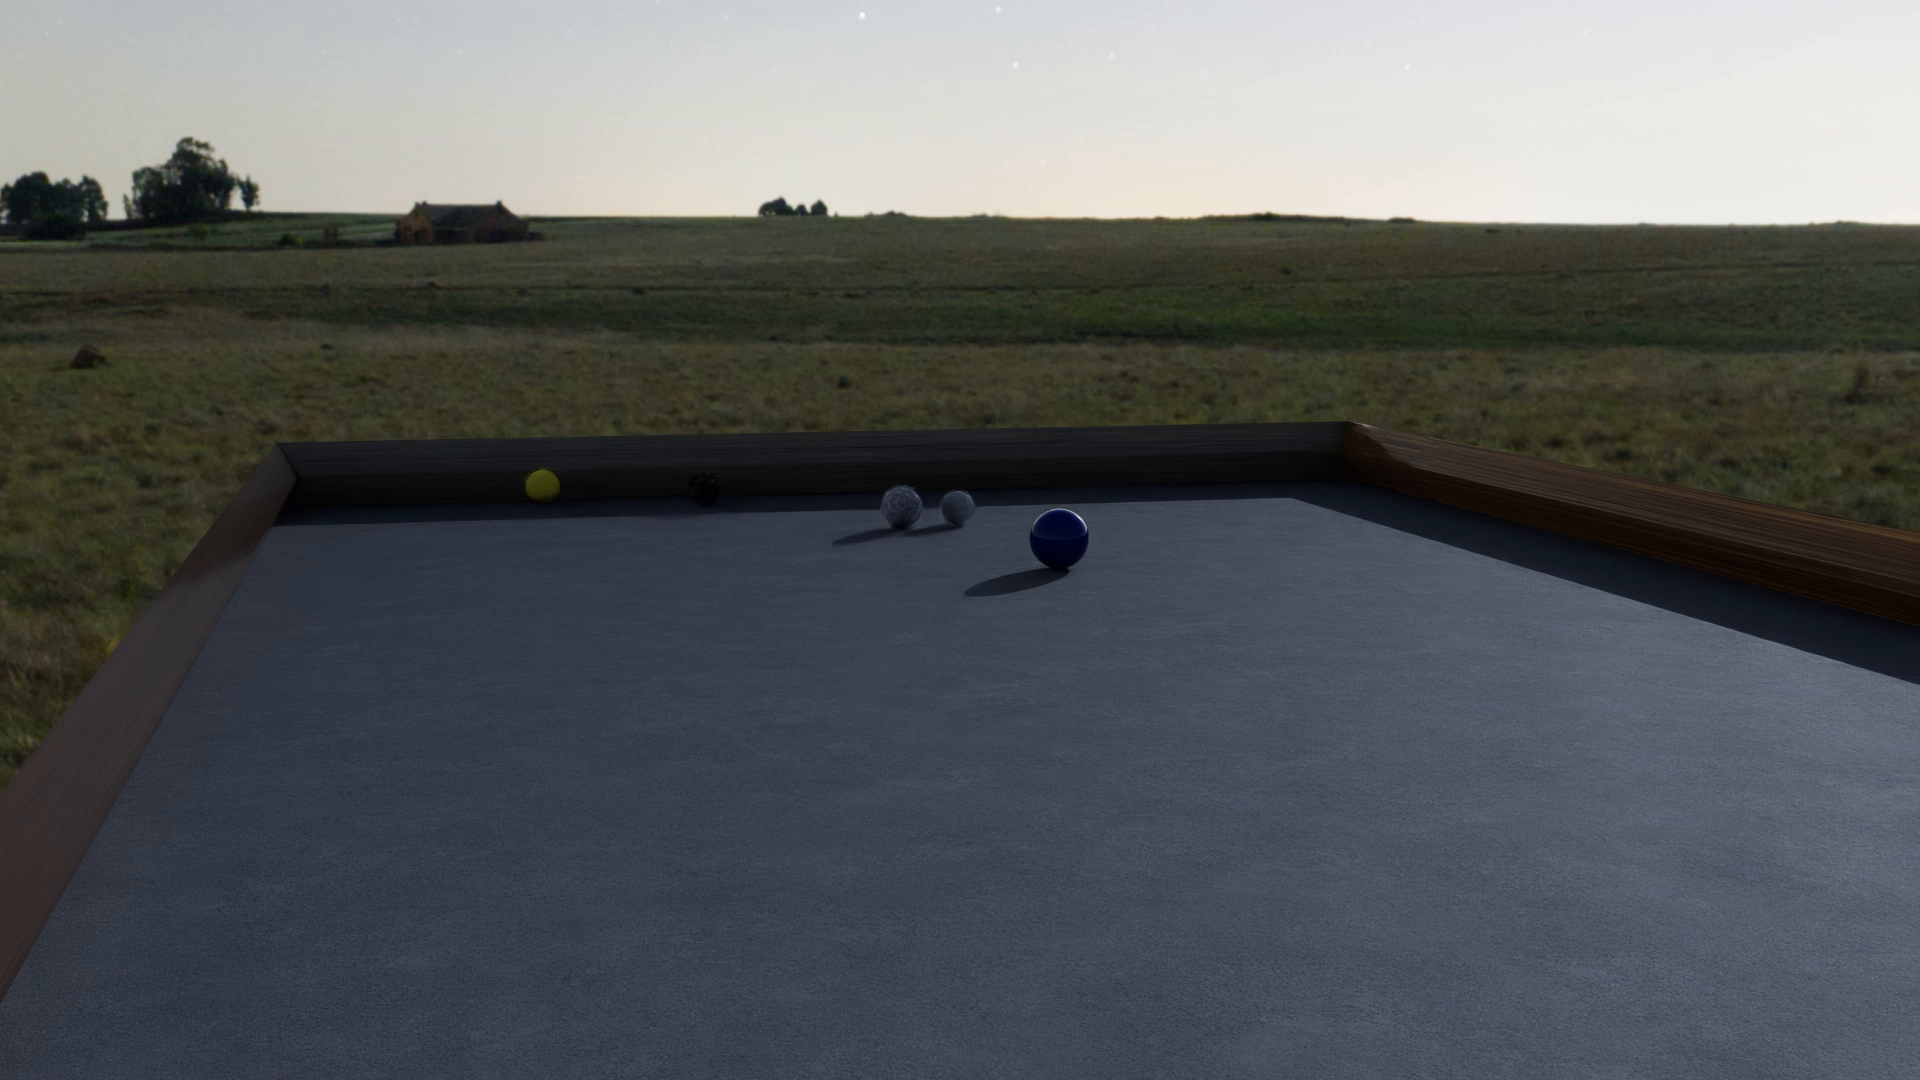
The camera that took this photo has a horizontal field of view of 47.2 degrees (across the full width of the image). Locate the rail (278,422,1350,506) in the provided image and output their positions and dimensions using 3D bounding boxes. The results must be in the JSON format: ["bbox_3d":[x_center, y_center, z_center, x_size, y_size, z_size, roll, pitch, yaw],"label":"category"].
[{"bbox_3d":[-0.241,-0.163,4.625,2.293,0.126,0.045,-2,8,-13],"label":"rail"}]

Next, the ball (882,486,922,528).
[{"bbox_3d":[-0.108,-0.060,4.062,0.076,0.076,0.076,0,8,0],"label":"ball"}]

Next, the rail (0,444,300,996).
[{"bbox_3d":[-0.846,0.148,2.328,0.045,0.126,4.278,-2,8,-13],"label":"rail"}]

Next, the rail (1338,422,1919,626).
[{"bbox_3d":[1.339,0.079,2.842,0.045,0.126,4.278,-2,8,-13],"label":"rail"}]

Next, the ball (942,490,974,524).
[{"bbox_3d":[-0.004,-0.061,4.114,0.062,0.062,0.062,0,8,0],"label":"ball"}]

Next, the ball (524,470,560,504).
[{"bbox_3d":[-0.841,-0.107,4.431,0.070,0.070,0.070,0,8,0],"label":"ball"}]

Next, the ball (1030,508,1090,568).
[{"bbox_3d":[0.161,-0.002,3.553,0.097,0.097,0.097,0,8,0],"label":"ball"}]

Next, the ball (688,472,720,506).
[{"bbox_3d":[-0.514,-0.103,4.416,0.065,0.065,0.065,0,8,0],"label":"ball"}]
